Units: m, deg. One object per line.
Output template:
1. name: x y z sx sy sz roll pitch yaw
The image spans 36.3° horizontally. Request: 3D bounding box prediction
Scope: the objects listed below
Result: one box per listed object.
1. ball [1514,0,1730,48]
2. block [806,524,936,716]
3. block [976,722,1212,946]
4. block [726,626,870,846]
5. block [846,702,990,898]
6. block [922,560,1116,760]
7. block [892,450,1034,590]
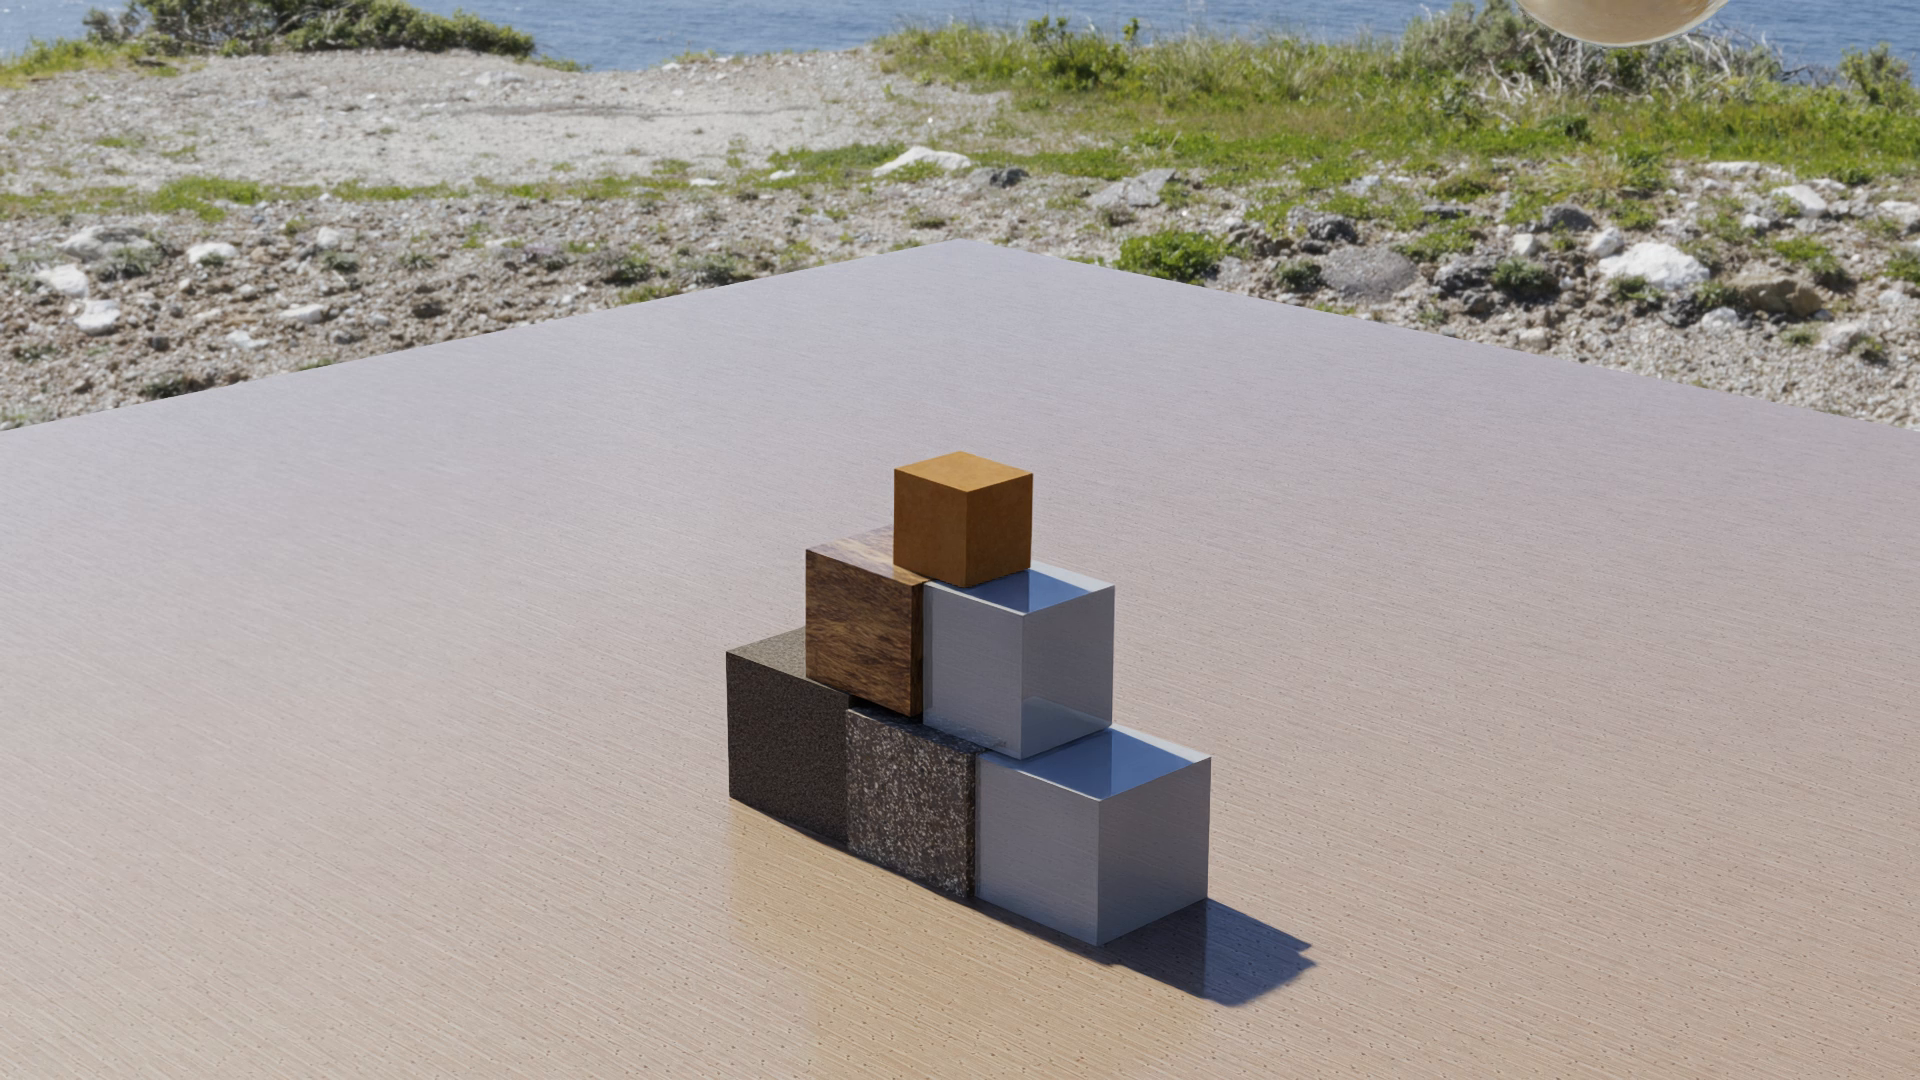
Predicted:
1. ball: 3.645 -3.510 16.059 1.600 1.600 1.600 0 17 0
2. block: -0.228 0.349 13.667 0.686 0.629 0.706 -17 25 -42
3. block: 0.592 1.284 13.124 0.737 0.680 0.746 -17 24 -42
4. block: -0.557 0.909 14.193 0.749 0.756 0.869 -17 24 -42
5. block: 0.039 1.114 13.641 0.815 0.695 0.785 -17 24 -42
6. block: 0.263 0.519 13.247 0.601 0.675 0.617 -17 24 -42
7. block: 0.012 -0.096 13.294 0.423 0.455 0.466 -17 26 -42
